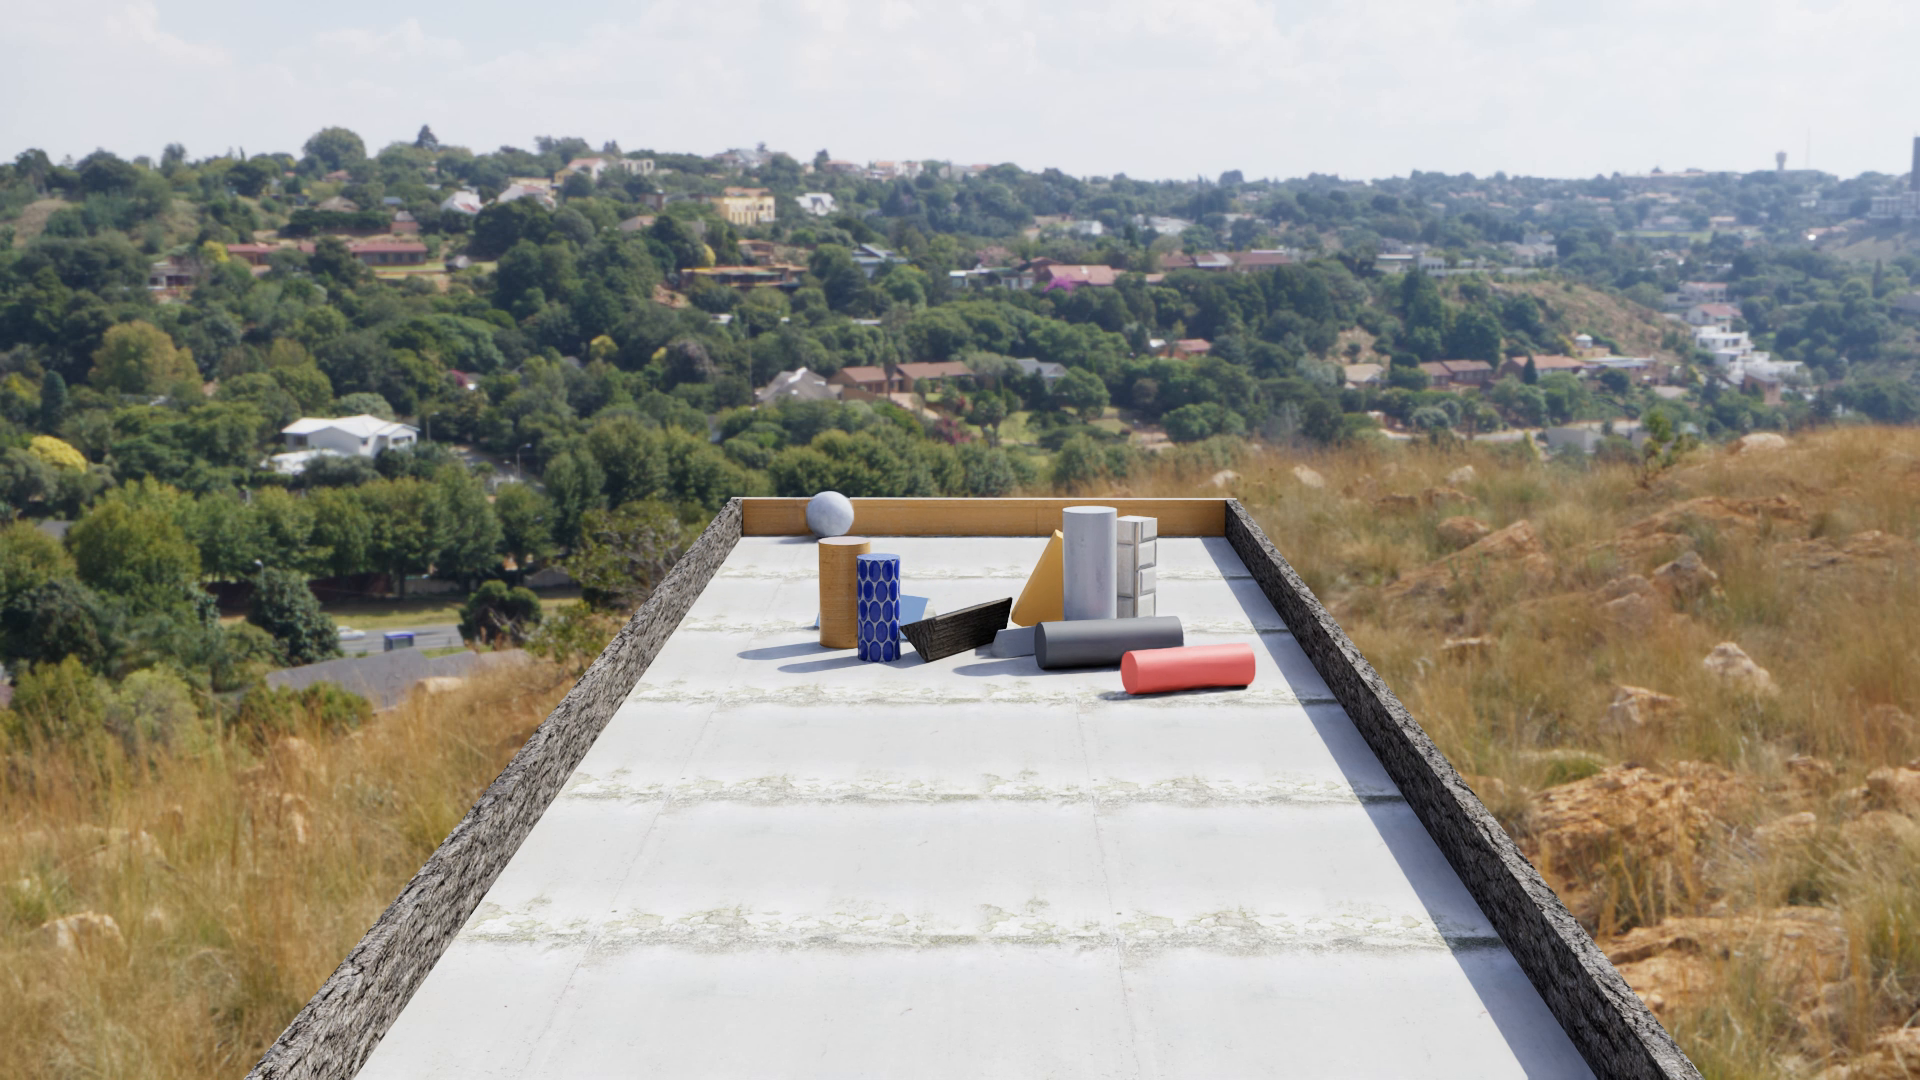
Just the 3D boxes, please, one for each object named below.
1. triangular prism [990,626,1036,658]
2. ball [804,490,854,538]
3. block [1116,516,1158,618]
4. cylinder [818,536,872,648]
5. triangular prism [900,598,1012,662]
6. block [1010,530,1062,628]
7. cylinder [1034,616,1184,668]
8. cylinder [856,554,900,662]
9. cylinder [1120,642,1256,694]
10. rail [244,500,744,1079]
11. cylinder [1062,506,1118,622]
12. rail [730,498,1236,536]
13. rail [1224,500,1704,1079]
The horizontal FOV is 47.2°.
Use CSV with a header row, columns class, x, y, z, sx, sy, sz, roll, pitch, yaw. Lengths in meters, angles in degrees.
class,x,y,z,sx,sy,sz,roll,pitch,yaw
triangular prism,0.250,0.303,6.829,0.312,0.079,0.091,-6,10,-31
ball,-0.537,-0.102,9.022,0.198,0.198,0.198,0,9,0
block,0.545,0.130,6.915,0.104,0.398,0.104,7,11,36
cylinder,-0.361,0.165,6.918,0.165,0.329,0.165,0,9,0
triangular prism,0.012,0.251,6.827,0.142,0.123,0.429,51,31,17
block,0.302,0.147,6.974,0.154,0.308,0.154,27,7,-3
cylinder,0.448,0.308,6.619,0.427,0.140,0.140,-2,9,-13
cylinder,-0.248,0.205,6.712,0.133,0.313,0.133,0,9,0
cylinder,0.654,0.367,6.299,0.369,0.123,0.123,-3,10,-20
rail,-1.004,0.839,3.234,0.050,0.150,12.000,0,9,1
cylinder,0.398,0.130,6.740,0.166,0.451,0.166,0,8,0
rail,0.099,-0.098,9.147,2.100,0.150,0.050,0,9,1
rail,1.046,0.843,3.208,0.050,0.150,12.000,0,9,1
